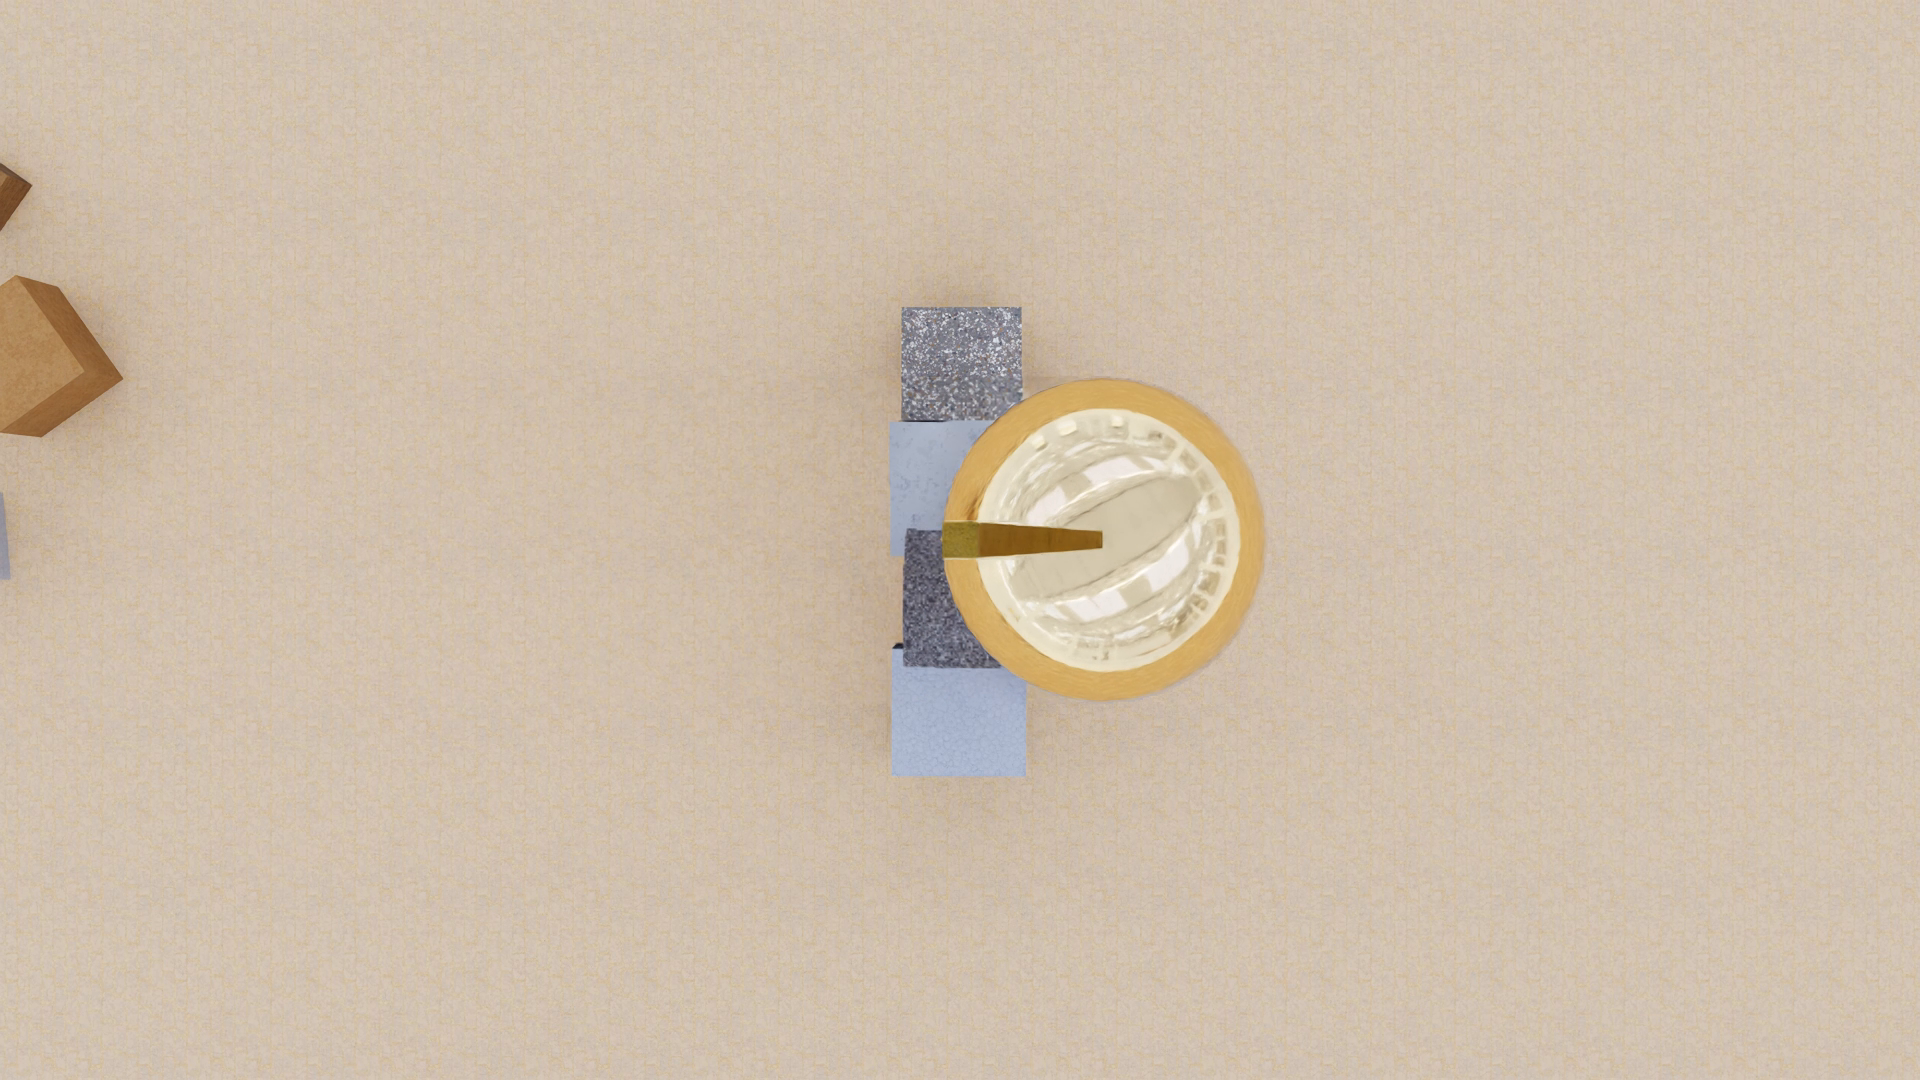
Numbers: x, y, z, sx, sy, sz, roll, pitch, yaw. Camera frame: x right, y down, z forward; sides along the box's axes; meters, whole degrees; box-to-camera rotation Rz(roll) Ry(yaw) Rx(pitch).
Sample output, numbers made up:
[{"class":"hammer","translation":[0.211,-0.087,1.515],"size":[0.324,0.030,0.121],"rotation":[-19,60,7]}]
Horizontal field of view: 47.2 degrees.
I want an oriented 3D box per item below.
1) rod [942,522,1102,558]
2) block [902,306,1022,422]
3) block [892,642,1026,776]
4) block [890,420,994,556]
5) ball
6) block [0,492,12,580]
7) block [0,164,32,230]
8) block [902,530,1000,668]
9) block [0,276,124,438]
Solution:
[{"class":"rod","translation":[0.306,0.000,7.483],"size":[0.080,5.200,0.080],"rotation":[0,90,7]},{"class":"block","translation":[0.009,-0.992,12.688],"size":[0.677,0.624,0.639],"rotation":[0,90,0]},{"class":"block","translation":[-0.006,0.963,12.619],"size":[0.747,0.763,0.708],"rotation":[0,90,0]},{"class":"block","translation":[-0.042,-0.291,12.690],"size":[0.708,0.621,0.754],"rotation":[-1,90,0]},{"class":"ball","translation":[0.707,0.000,10.860],"size":[1.600,1.600,1.600],"rotation":[0,90,0]},{"class":"block","translation":[-5.900,0.000,12.738],"size":[0.535,0.524,0.515],"rotation":[-5,90,0]},{"class":"block","translation":[-5.727,-2.063,12.831],"size":[0.362,0.338,0.336],"rotation":[35,90,0]},{"class":"block","translation":[-0.043,0.320,12.167],"size":[0.528,0.581,0.559],"rotation":[1,115,0]},{"class":"block","translation":[-5.381,-1.052,12.709],"size":[0.597,0.581,0.669],"rotation":[-35,90,0]}]
